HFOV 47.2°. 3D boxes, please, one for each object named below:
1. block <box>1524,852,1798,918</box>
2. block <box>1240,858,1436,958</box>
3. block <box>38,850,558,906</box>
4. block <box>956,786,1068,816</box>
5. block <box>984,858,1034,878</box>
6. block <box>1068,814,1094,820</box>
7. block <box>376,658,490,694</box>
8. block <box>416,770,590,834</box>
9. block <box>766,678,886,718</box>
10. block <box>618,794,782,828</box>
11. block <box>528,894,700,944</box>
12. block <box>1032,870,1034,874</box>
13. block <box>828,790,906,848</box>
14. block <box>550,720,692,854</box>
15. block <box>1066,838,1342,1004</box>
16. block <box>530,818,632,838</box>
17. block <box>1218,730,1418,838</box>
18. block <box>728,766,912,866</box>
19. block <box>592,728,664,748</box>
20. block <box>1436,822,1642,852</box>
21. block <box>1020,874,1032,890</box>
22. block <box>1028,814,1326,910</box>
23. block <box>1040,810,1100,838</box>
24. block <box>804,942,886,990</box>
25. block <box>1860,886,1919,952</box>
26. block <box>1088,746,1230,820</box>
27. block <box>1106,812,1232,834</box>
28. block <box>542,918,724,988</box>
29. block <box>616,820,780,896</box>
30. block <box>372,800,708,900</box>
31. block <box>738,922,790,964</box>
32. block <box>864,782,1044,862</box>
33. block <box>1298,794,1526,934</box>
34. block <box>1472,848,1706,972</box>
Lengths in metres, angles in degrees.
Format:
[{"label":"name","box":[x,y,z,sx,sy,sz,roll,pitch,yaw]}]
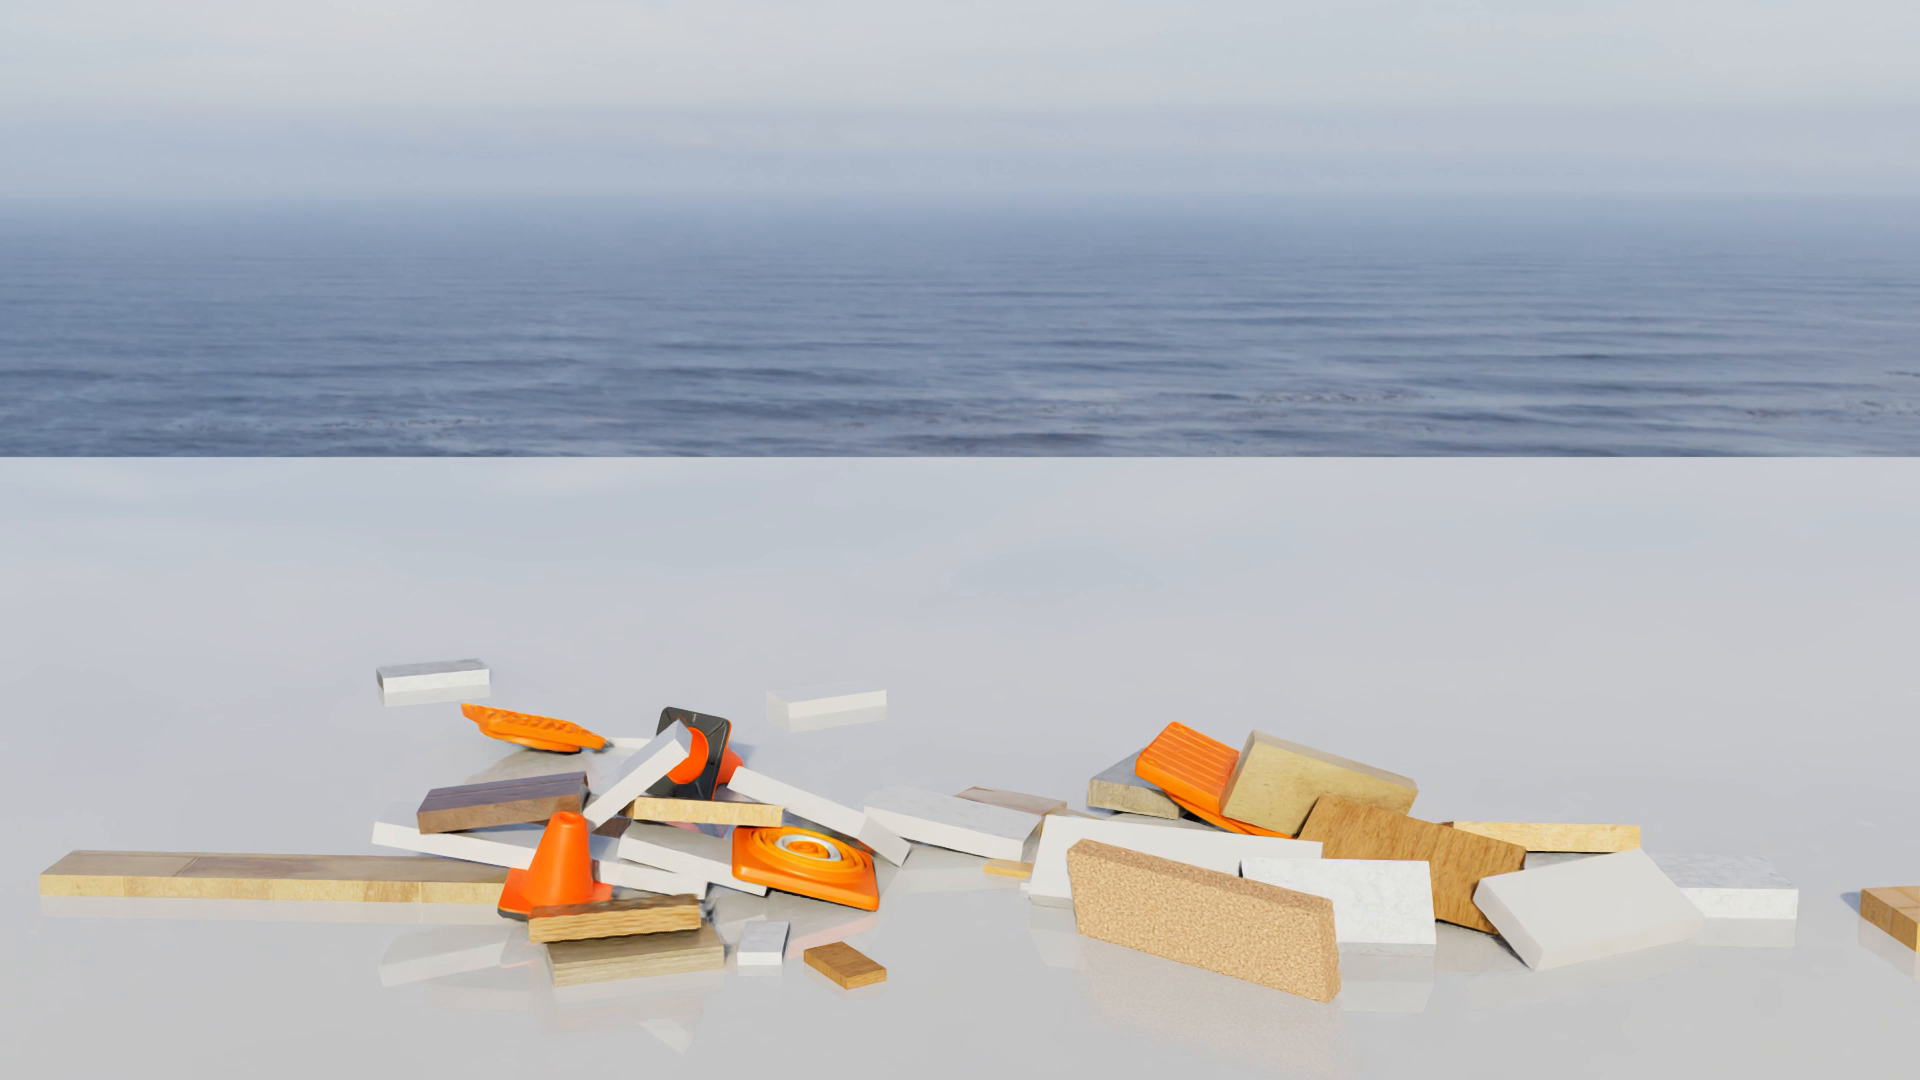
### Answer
[{"label":"block","box":[0.989,0.569,3.650,0.734,0.049,0.173,1,11,3]},{"label":"block","box":[0.586,0.571,3.426,0.292,0.041,0.146,1,51,4]},{"label":"block","box":[-1.107,0.567,3.696,0.842,0.036,0.128,1,11,3]},{"label":"block","box":[0.089,0.497,4.093,0.197,0.028,0.099,7,12,32]},{"label":"block","box":[0.090,0.564,3.774,0.090,0.013,0.045,5,11,23]},{"label":"block","box":[0.251,0.526,3.817,0.143,0.072,0.020,7,13,35]},{"label":"block","box":[-1.217,0.312,5.074,0.238,0.034,0.119,-4,11,-22]},{"label":"block","box":[-0.753,0.433,3.636,0.262,0.037,0.131,-6,11,-2]},{"label":"block","box":[-0.295,0.350,4.870,0.238,0.034,0.119,-6,12,-28]},{"label":"block","box":[-0.440,0.457,3.715,0.252,0.036,0.126,6,-6,-20]},{"label":"block","box":[-0.532,0.582,3.393,0.256,0.036,0.128,-3,-1,-9]},{"label":"block","box":[0.173,0.566,3.710,0.090,0.013,0.045,4,-14,26]},{"label":"block","box":[-0.140,0.511,4.003,0.119,0.034,0.238,4,11,19]},{"label":"block","box":[-0.563,0.409,3.669,0.262,0.037,0.131,-38,11,2]},{"label":"block","box":[0.364,0.572,3.333,0.448,0.152,0.043,9,27,39]},{"label":"block","box":[-0.716,0.529,3.899,0.252,0.036,0.126,0,11,-2]},{"label":"block","box":[0.617,0.443,3.787,0.303,0.152,0.043,17,21,-9]},{"label":"block","box":[-0.247,0.481,3.835,0.303,0.043,0.152,15,-17,36]},{"label":"block","box":[-0.683,0.412,4.574,0.151,0.019,0.068,1,11,6]},{"label":"block","box":[0.977,0.512,3.771,0.326,0.046,0.163,2,-9,-7]},{"label":"block","box":[0.151,0.580,3.689,0.090,0.013,0.045,5,12,25]},{"label":"block","box":[0.351,0.542,3.567,0.460,0.041,0.146,3,55,18]},{"label":"block","box":[0.229,0.527,3.934,0.099,0.028,0.197,-9,14,-40]},{"label":"block","box":[-0.175,0.643,3.329,0.068,0.019,0.135,-7,12,-32]},{"label":"block","box":[1.632,0.597,3.505,0.326,0.046,0.163,-1,11,-8]},{"label":"block","box":[0.379,0.457,4.155,0.173,0.049,0.346,7,7,21]},{"label":"block","box":[0.425,0.535,3.888,0.099,0.028,0.360,-10,14,-43]},{"label":"block","box":[-0.500,0.629,3.360,0.256,0.036,0.128,-3,11,-17]},{"label":"block","box":[-0.435,0.527,3.673,0.252,0.036,0.126,15,9,1]},{"label":"block","box":[-0.691,0.517,3.673,0.550,0.037,0.131,10,9,-3]},{"label":"block","box":[-0.305,0.626,3.421,0.068,0.019,0.135,0,11,1]},{"label":"block","box":[-0.012,0.502,3.913,0.292,0.041,0.146,11,13,14]},{"label":"block","box":[0.728,0.525,3.581,0.346,0.049,0.173,13,34,22]},{"label":"block","box":[0.984,0.577,3.442,0.326,0.046,0.163,-5,36,-26]}]
